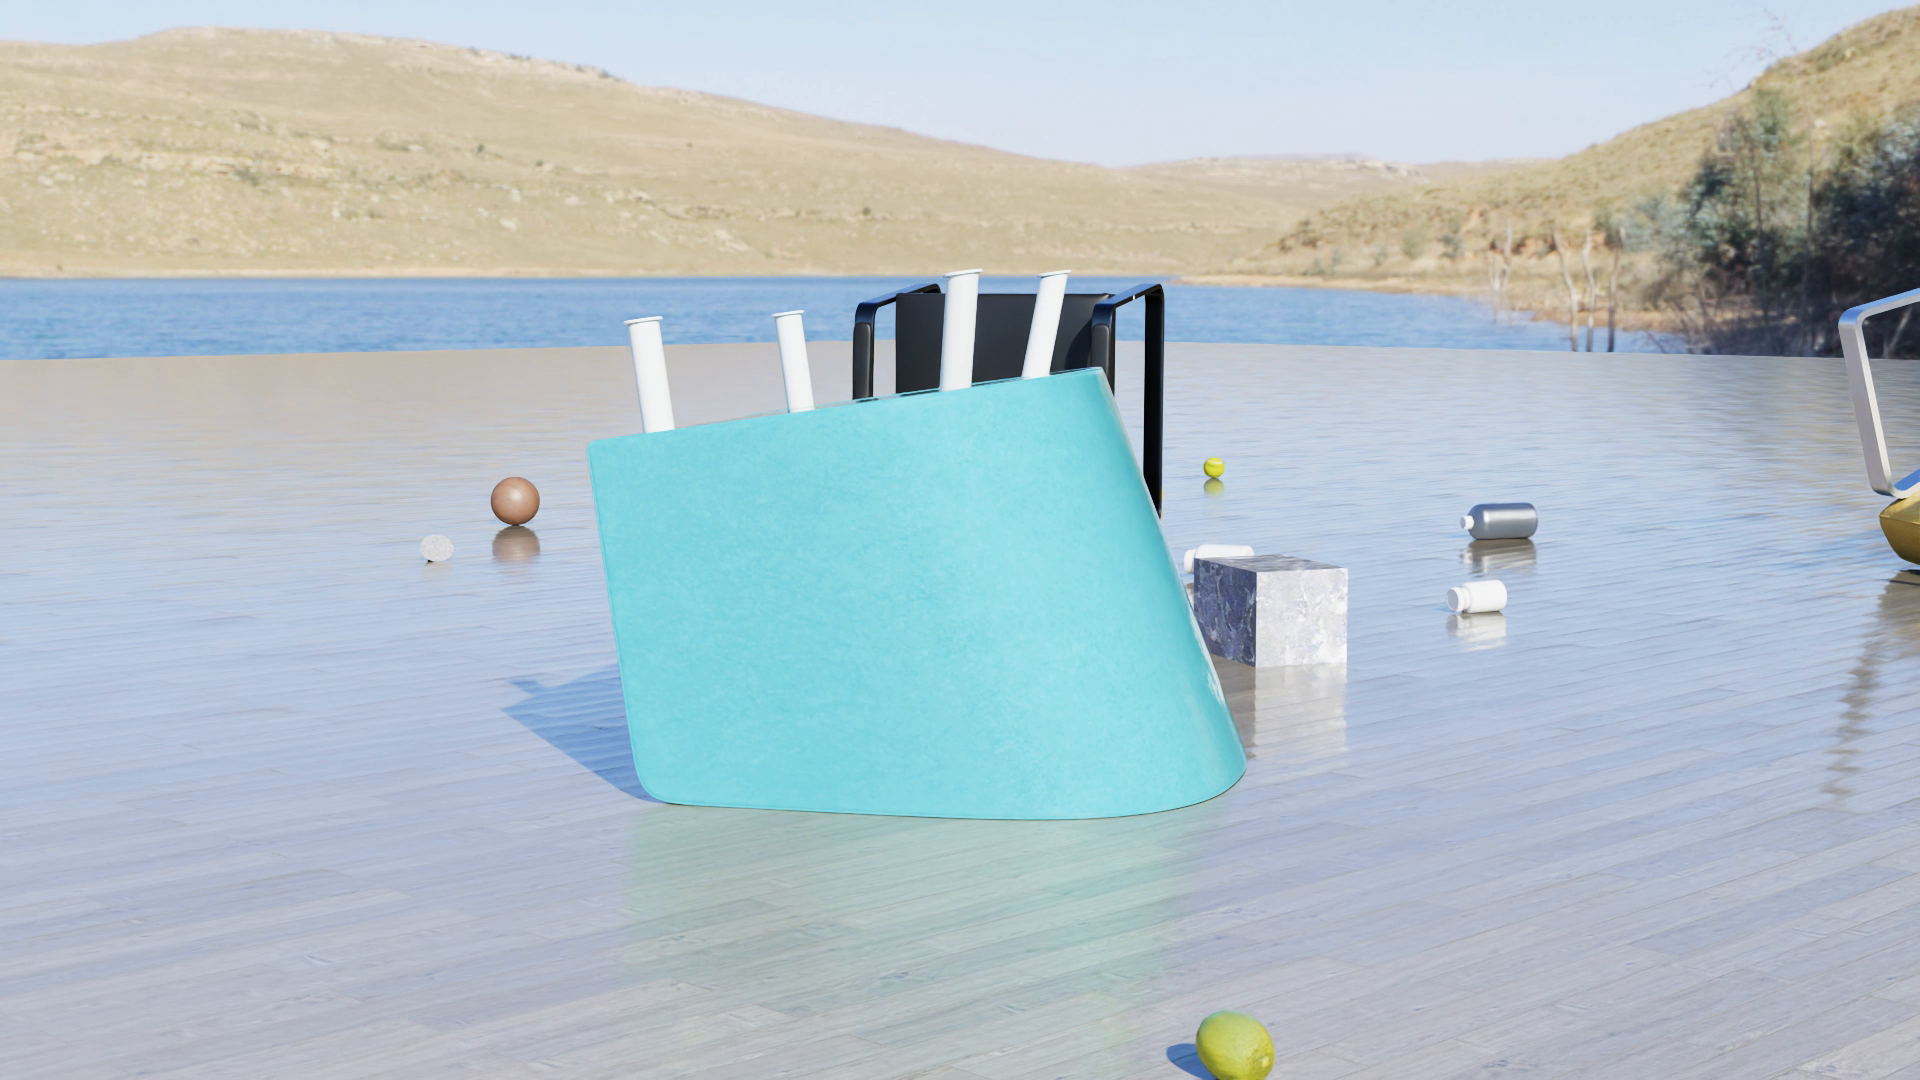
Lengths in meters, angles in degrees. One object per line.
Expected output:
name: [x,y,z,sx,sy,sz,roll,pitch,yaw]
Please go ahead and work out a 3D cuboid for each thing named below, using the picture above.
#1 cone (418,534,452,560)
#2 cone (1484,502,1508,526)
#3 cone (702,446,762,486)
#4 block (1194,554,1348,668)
cone: [-1.226,0.031,5.965,0.080,0.067,0.063,-8,-23,-30]
cone: [1.401,-0.053,6.782,0.065,0.066,0.076,-40,9,-36]
cone: [-0.726,-0.243,8.178,0.194,0.121,0.232,-1,6,-9]
block: [0.537,0.120,4.461,0.173,0.161,0.239,-2,6,-21]
